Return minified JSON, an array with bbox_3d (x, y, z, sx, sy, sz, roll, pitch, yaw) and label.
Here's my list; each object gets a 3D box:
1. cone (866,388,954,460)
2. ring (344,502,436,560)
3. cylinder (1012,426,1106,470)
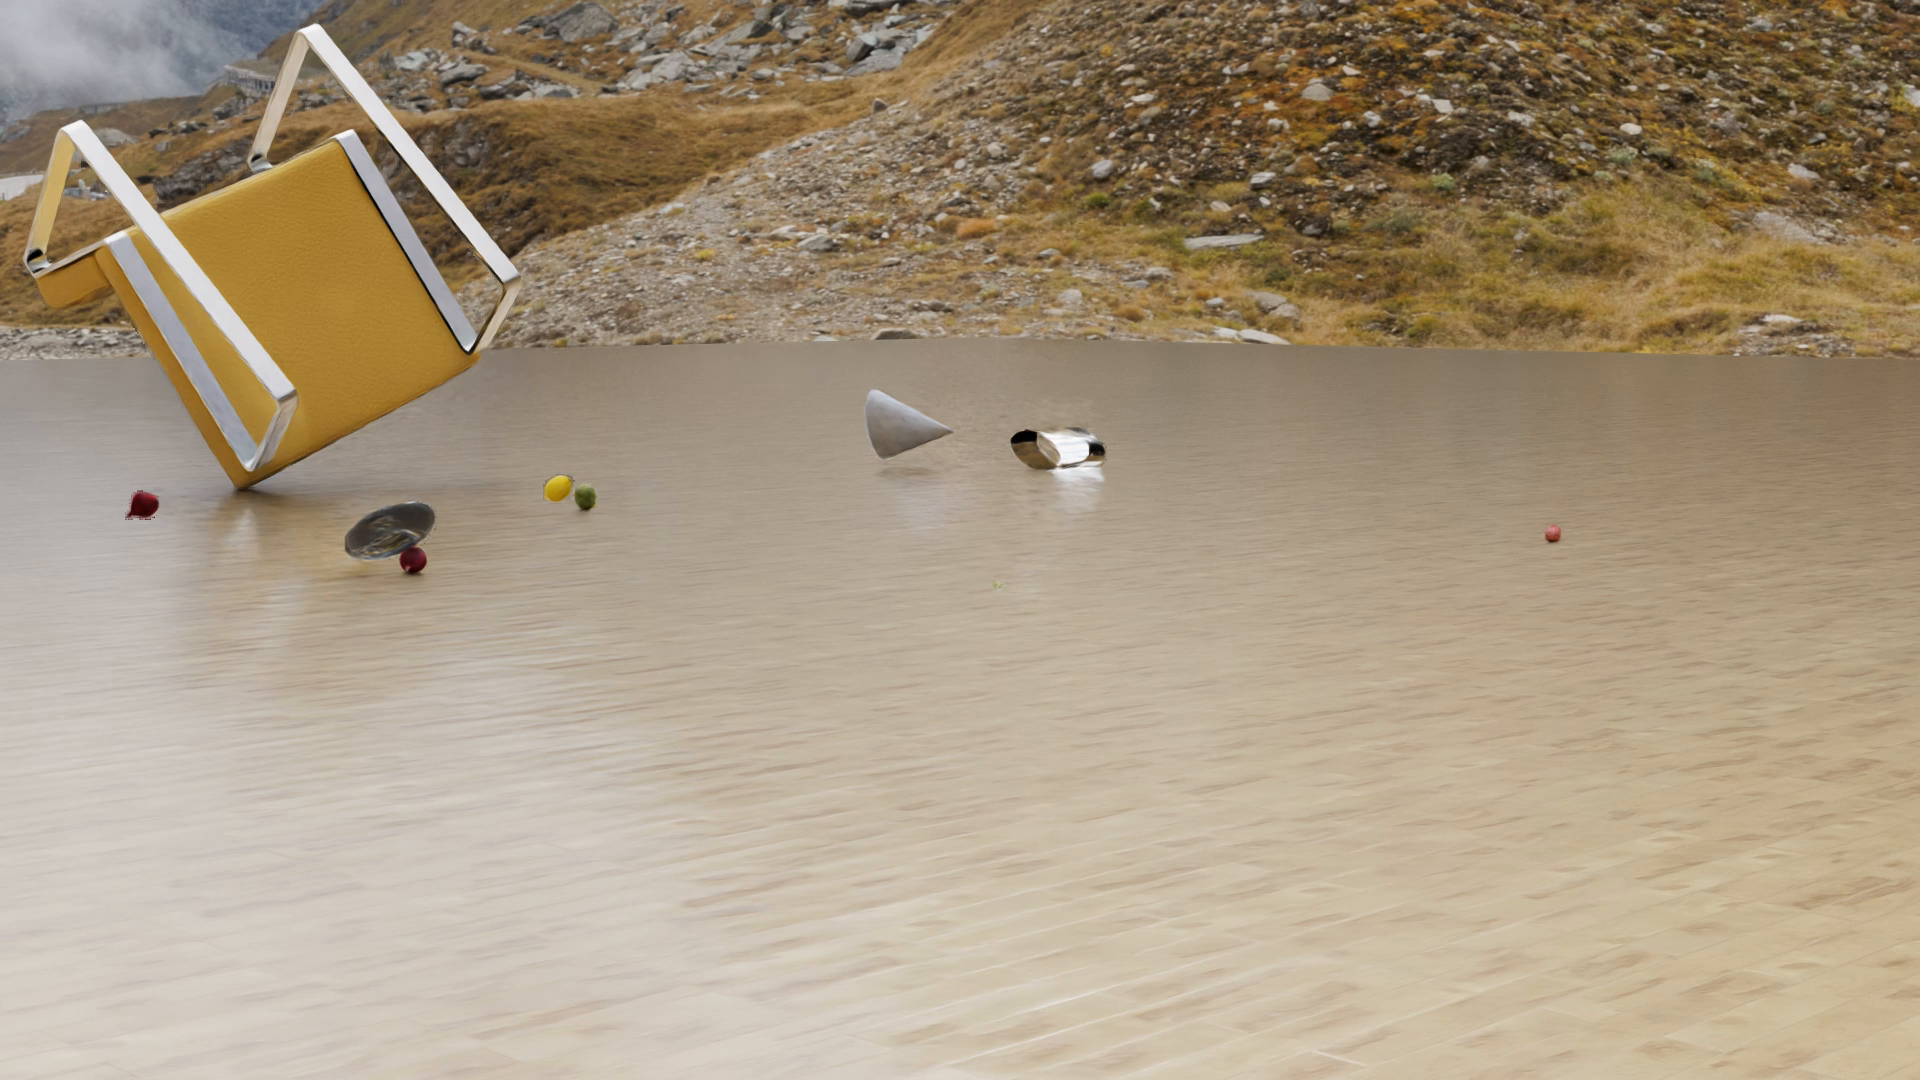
[{"bbox_3d":[-0.146,-0.382,8.748,0.285,0.303,0.166,7,51,23],"label":"cone"},{"bbox_3d":[-1.269,-0.018,5.707,0.270,0.062,0.144,-25,-26,35],"label":"ring"},{"bbox_3d":[0.338,-0.315,8.813,0.214,0.122,0.269,26,20,33],"label":"cylinder"}]
